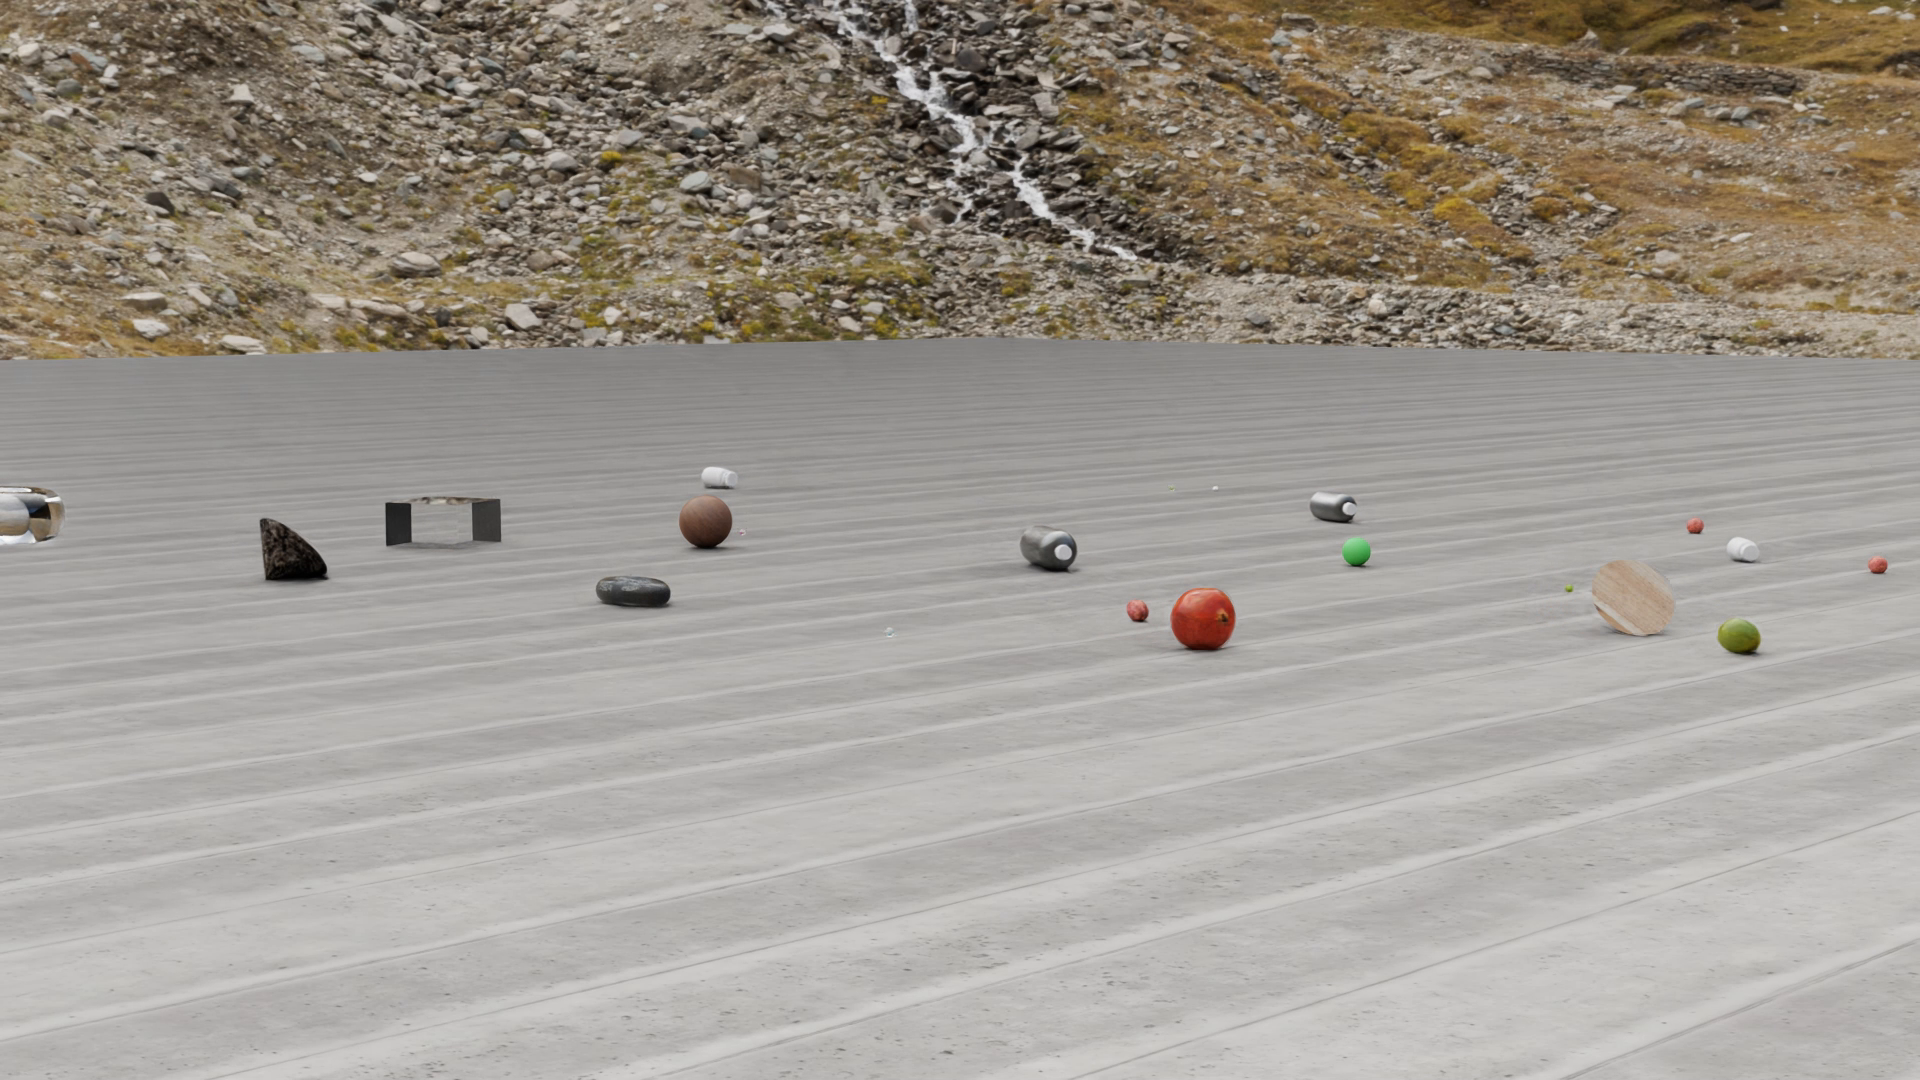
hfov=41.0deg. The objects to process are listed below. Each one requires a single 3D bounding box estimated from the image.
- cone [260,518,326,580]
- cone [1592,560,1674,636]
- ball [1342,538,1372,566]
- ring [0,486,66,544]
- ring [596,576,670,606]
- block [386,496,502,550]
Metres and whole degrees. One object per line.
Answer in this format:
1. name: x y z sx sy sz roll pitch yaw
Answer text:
1. cone: -1.483 0.051 5.590 0.178 0.185 0.097 19 60 29
2. cone: 1.271 0.130 4.820 0.161 0.130 0.201 42 2 23
3. ball: 0.903 0.026 5.839 0.065 0.065 0.065 0 6 0
4. ring: -2.384 -0.063 6.411 0.282 0.128 0.355 0 5 -19
5. ring: -0.658 0.104 5.167 0.184 0.050 0.110 6 9 38
6. block: -1.269 -0.043 6.308 0.204 0.107 0.195 2 6 22
